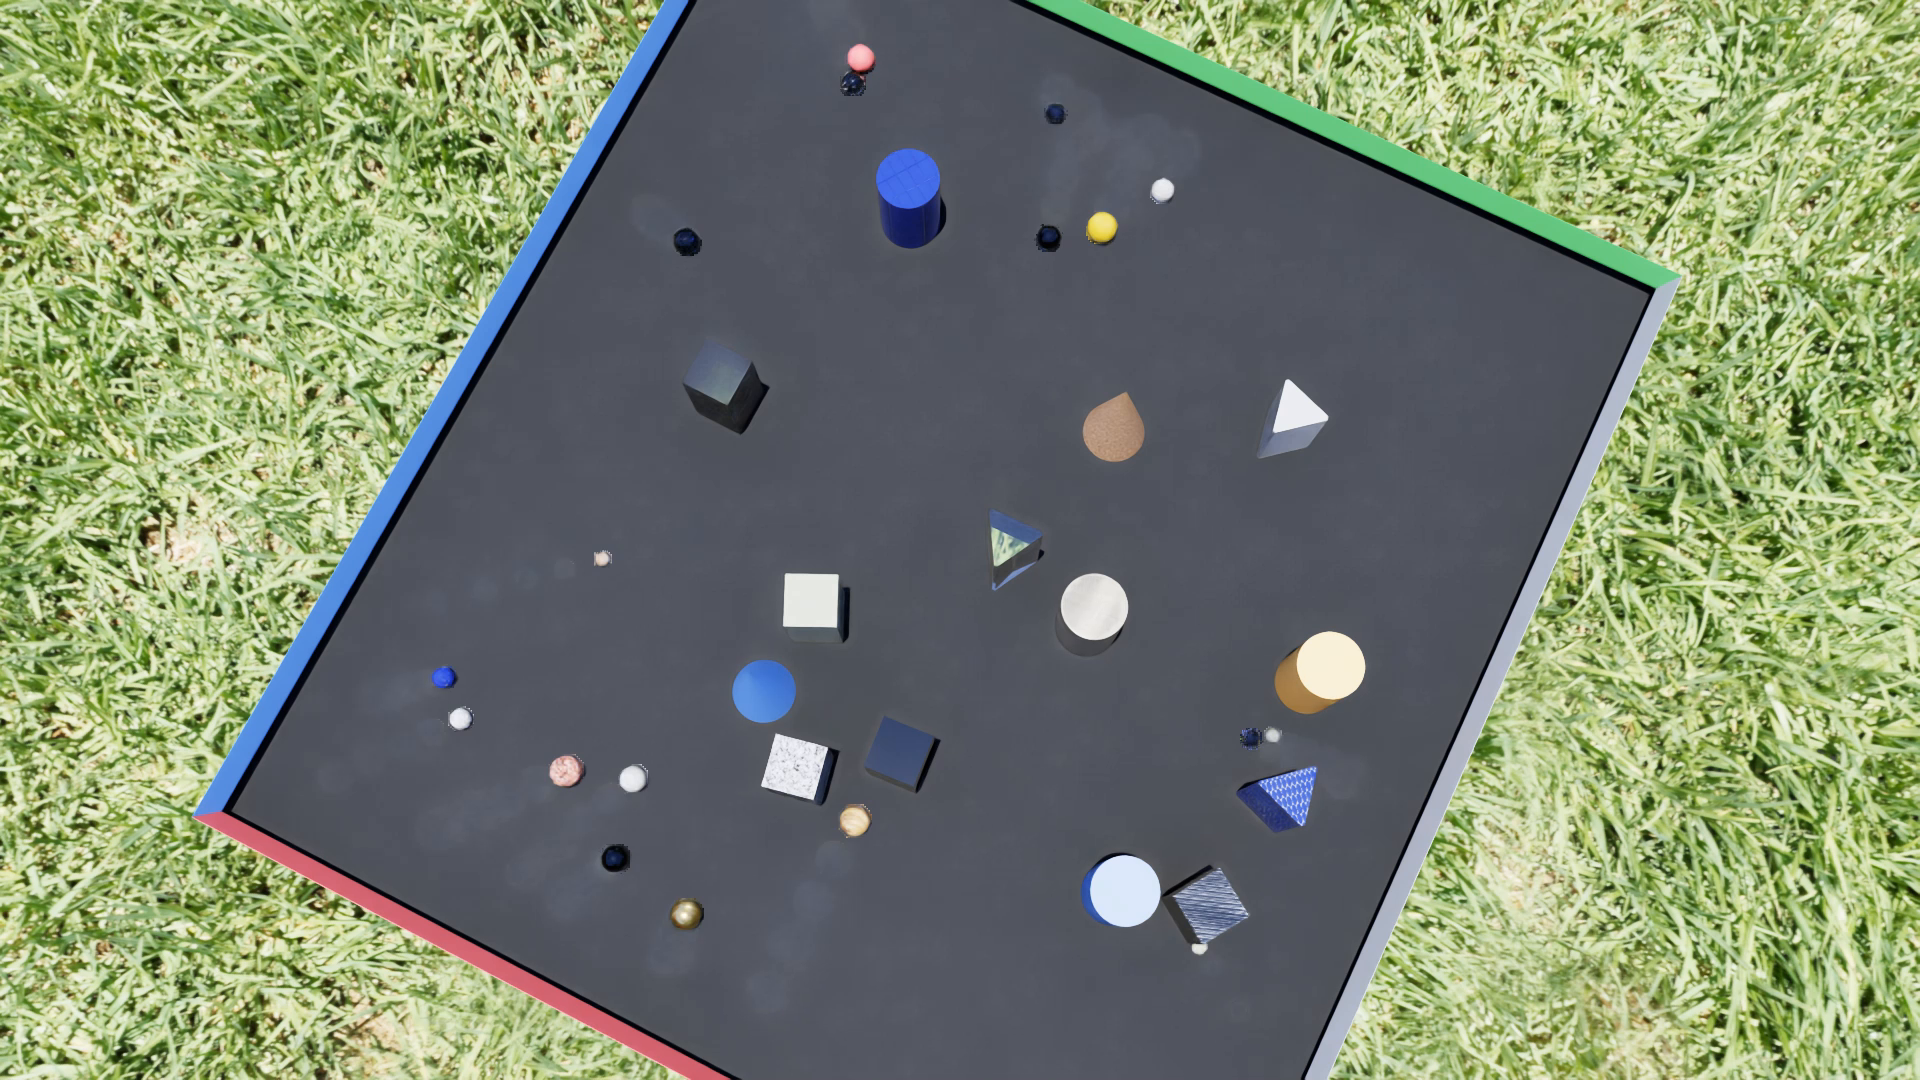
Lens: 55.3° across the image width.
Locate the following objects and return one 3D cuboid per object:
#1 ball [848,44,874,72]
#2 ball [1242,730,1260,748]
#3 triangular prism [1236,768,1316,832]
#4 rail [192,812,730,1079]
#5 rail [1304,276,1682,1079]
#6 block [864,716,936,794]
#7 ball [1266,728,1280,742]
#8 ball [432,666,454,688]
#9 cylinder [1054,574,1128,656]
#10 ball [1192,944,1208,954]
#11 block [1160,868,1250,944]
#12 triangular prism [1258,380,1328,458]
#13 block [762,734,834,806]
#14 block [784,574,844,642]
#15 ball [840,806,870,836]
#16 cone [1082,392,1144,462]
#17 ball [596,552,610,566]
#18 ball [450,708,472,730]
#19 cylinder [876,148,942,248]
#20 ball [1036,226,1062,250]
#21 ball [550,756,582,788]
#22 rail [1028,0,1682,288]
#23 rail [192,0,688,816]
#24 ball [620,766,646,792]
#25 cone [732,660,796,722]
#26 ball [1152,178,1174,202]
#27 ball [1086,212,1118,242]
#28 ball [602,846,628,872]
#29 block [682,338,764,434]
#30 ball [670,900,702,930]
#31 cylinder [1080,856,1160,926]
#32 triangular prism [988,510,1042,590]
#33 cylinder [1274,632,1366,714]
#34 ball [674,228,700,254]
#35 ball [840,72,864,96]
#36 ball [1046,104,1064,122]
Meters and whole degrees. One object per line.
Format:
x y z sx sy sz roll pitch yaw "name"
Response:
-0.319 -1.549 5.893 0.087 0.087 0.087 0 78 0 "ball"
0.869 0.594 5.466 0.053 0.053 0.053 0 78 0 "ball"
0.932 0.719 5.250 0.144 0.427 0.166 -44 82 -8 "triangular prism"
-0.767 1.509 5.240 3.253 0.124 0.045 26 80 5 "rail"
1.434 0.709 5.405 0.045 0.124 3.479 26 80 5 "rail"
-0.174 0.628 5.337 0.153 0.293 0.153 22 79 4 "block"
0.934 0.584 5.474 0.042 0.042 0.042 0 78 0 "ball"
-1.551 0.413 5.498 0.065 0.065 0.065 0 78 0 "ball"
0.384 0.225 5.393 0.191 0.346 0.191 0 78 0 "cylinder"
0.698 1.186 5.347 0.047 0.047 0.047 0 78 0 "ball"
0.694 1.045 5.226 0.153 0.342 0.153 -30 80 -6 "block"
0.982 -0.373 5.534 0.166 0.312 0.144 -14 79 -3 "triangular prism"
-0.469 0.671 5.333 0.153 0.283 0.153 14 79 3 "block"
-0.429 0.204 5.419 0.153 0.305 0.153 1 78 0 "block"
-0.310 0.828 5.399 0.090 0.090 0.090 0 78 0 "ball"
0.477 -0.381 5.468 0.191 0.445 0.191 0 78 0 "cone"
-1.089 0.059 5.582 0.044 0.044 0.044 0 78 0 "ball"
-1.492 0.534 5.474 0.063 0.063 0.063 0 78 0 "ball"
-0.156 -1.051 5.663 0.191 0.335 0.191 0 78 0 "cylinder"
0.280 -0.953 5.774 0.078 0.078 0.078 0 78 0 "ball"
-1.167 0.685 5.427 0.094 0.094 0.094 0 78 0 "ball"
0.767 -1.496 5.861 3.253 0.124 0.045 26 80 5 "rail"
-1.434 -0.695 5.696 0.045 0.124 3.479 26 80 5 "rail"
-0.969 0.709 5.429 0.079 0.079 0.079 0 78 0 "ball"
-0.590 0.412 5.313 0.191 0.428 0.191 0 78 0 "cone"
0.642 -1.108 5.809 0.072 0.072 0.072 0 78 0 "ball"
0.448 -0.985 5.771 0.096 0.096 0.096 0 78 0 "ball"
-1.013 0.936 5.382 0.079 0.079 0.079 0 78 0 "ball"
-0.713 -0.461 5.543 0.153 0.331 0.153 27 80 5 "block"
-0.800 1.093 5.344 0.090 0.090 0.090 0 78 0 "ball"
0.452 1.000 5.205 0.191 0.401 0.191 0 78 0 "cylinder"
0.128 0.010 5.416 0.166 0.389 0.144 -34 80 -7 "triangular prism"
1.045 0.391 5.343 0.191 0.376 0.191 0 78 0 "cylinder"
-0.862 -0.941 5.770 0.081 0.081 0.081 0 78 0 "ball"
-0.345 -1.467 5.882 0.075 0.075 0.075 0 78 0 "ball"
0.306 -1.368 5.868 0.061 0.061 0.061 0 78 0 "ball"
